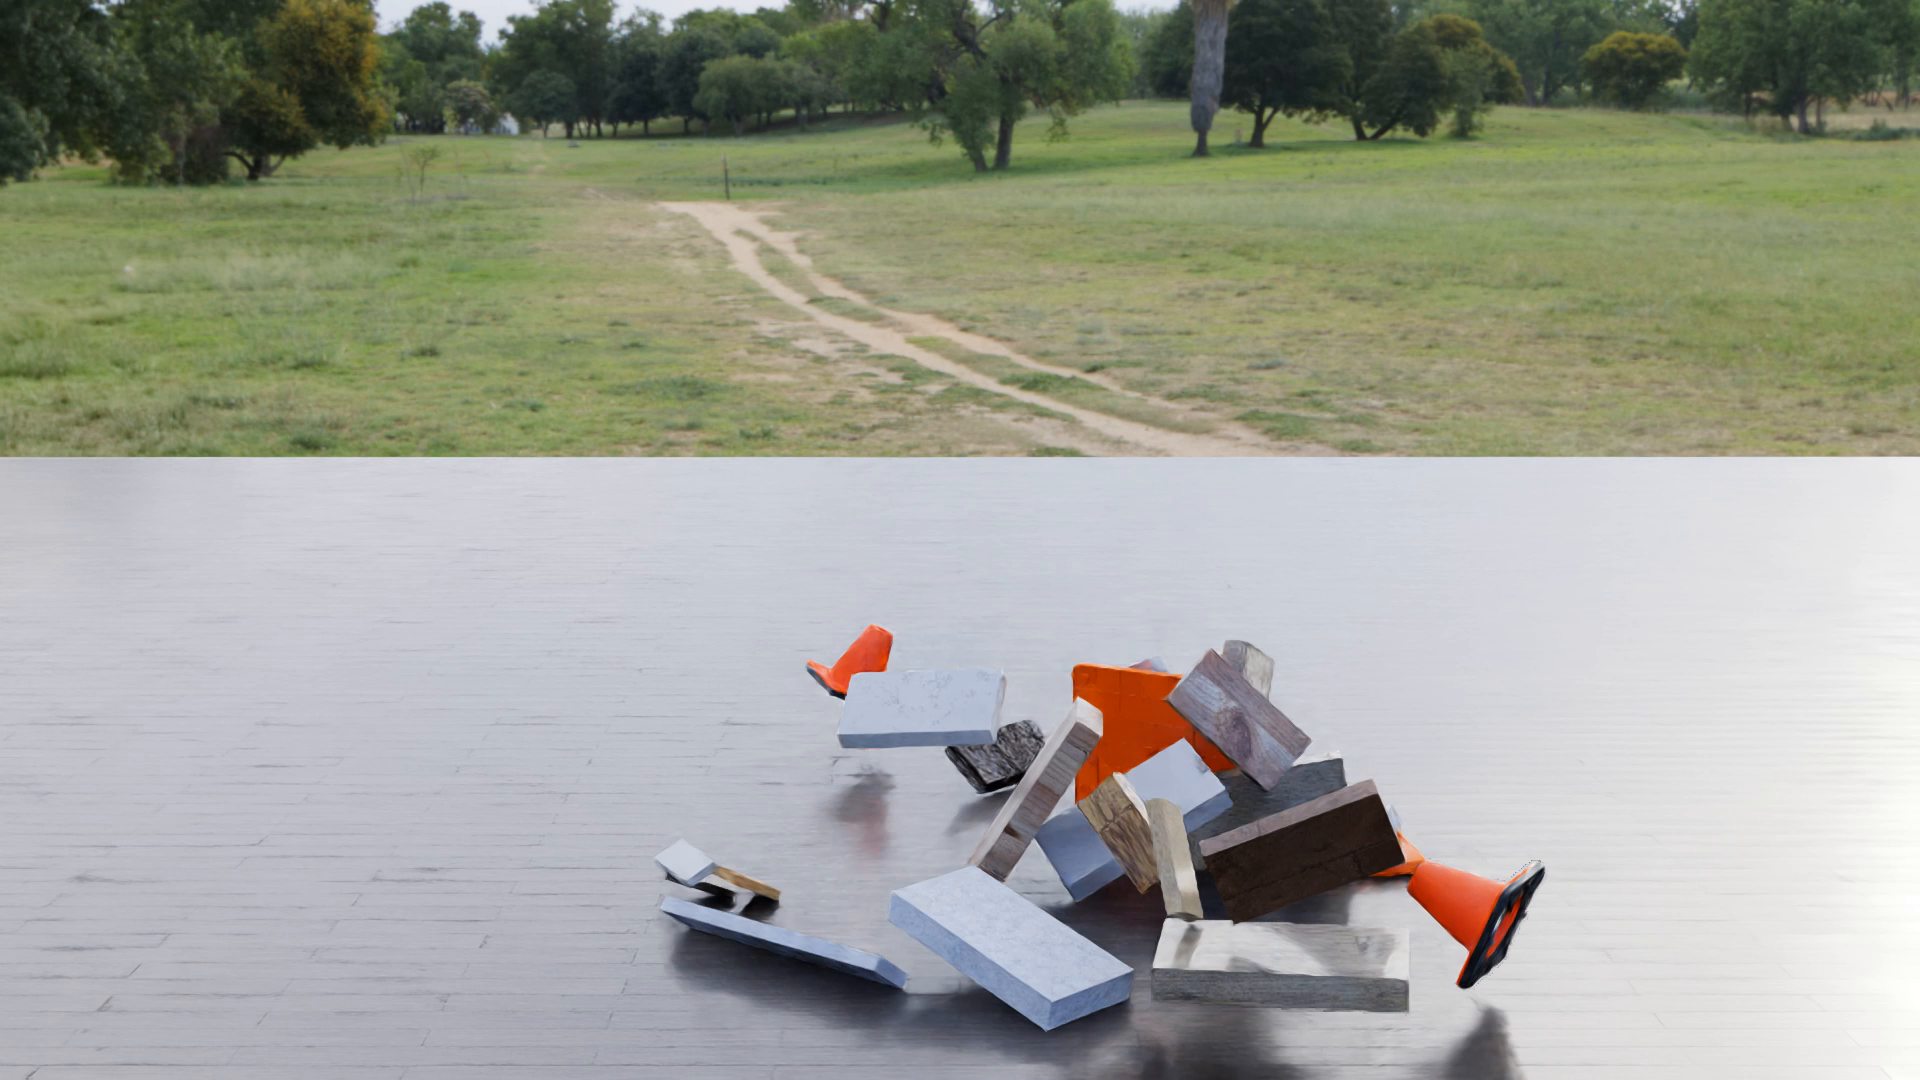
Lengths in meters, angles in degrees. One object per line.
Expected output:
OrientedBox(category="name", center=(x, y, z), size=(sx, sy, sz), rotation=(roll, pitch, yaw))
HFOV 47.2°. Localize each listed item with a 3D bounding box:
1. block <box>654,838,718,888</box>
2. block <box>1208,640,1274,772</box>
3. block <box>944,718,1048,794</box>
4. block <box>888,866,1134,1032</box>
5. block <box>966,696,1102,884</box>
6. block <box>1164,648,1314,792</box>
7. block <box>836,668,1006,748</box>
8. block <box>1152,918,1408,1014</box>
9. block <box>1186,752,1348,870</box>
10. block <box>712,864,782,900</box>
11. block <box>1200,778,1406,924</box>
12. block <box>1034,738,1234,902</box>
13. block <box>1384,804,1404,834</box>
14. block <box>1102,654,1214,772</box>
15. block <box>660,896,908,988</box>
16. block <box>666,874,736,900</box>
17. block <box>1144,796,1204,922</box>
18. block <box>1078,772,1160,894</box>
OrientedBox(category="block", center=(-0.451, 0.531, 3.611), size=(0.057, 0.016, 0.114), rotation=(-34, 30, -24))
OrientedBox(category="block", center=(0.507, 0.351, 4.011), size=(0.044, 0.308, 0.154), rotation=(3, -14, 28))
OrientedBox(category="block", center=(0.089, 0.422, 4.300), size=(0.231, 0.033, 0.116), rotation=(-10, 50, -46))
OrientedBox(category="block", center=(0.072, 0.601, 3.270), size=(0.172, 0.049, 0.345), rotation=(-10, 27, -43))
OrientedBox(category="block", center=(0.121, 0.431, 3.644), size=(0.049, 0.345, 0.172), rotation=(33, 10, -2))
OrientedBox(category="block", center=(0.469, 0.304, 3.709), size=(0.231, 0.116, 0.033), rotation=(42, -8, 0))
OrientedBox(category="block", center=(-0.061, 0.269, 3.515), size=(0.255, 0.036, 0.127), rotation=(-3, 46, 17))
OrientedBox(category="block", center=(0.450, 0.591, 3.067), size=(0.345, 0.049, 0.172), rotation=(0, 14, 12))
OrientedBox(category="block", center=(0.510, 0.466, 3.763), size=(0.308, 0.154, 0.044), rotation=(-10, 9, 4))
OrientedBox(category="block", center=(-0.352, 0.562, 3.616), size=(0.057, 0.016, 0.114), rotation=(16, -10, 43))
OrientedBox(category="block", center=(0.475, 0.433, 3.050), size=(0.255, 0.127, 0.036), rotation=(-22, 26, 8))
OrientedBox(category="block", center=(0.287, 0.467, 3.685), size=(0.308, 0.044, 0.154), rotation=(-31, 37, -5))
OrientedBox(category="block", center=(0.517, 0.466, 3.248), size=(0.255, 0.036, 0.127), rotation=(-24, 3, 29))
OrientedBox(category="block", center=(0.354, 0.330, 3.947), size=(0.116, 0.231, 0.033), rotation=(-25, 0, 40))
OrientedBox(category="block", center=(-0.273, 0.613, 3.358), size=(0.430, 0.024, 0.084), rotation=(8, -24, 36))
OrientedBox(category="block", center=(-0.429, 0.566, 3.660), size=(0.114, 0.016, 0.057), rotation=(18, 10, -3))
OrientedBox(category="block", center=(0.307, 0.458, 3.149), size=(0.024, 0.167, 0.084), rotation=(-19, -24, 22))
OrientedBox(category="block", center=(0.259, 0.445, 3.343), size=(0.024, 0.084, 0.167), rotation=(-9, 58, -55))
